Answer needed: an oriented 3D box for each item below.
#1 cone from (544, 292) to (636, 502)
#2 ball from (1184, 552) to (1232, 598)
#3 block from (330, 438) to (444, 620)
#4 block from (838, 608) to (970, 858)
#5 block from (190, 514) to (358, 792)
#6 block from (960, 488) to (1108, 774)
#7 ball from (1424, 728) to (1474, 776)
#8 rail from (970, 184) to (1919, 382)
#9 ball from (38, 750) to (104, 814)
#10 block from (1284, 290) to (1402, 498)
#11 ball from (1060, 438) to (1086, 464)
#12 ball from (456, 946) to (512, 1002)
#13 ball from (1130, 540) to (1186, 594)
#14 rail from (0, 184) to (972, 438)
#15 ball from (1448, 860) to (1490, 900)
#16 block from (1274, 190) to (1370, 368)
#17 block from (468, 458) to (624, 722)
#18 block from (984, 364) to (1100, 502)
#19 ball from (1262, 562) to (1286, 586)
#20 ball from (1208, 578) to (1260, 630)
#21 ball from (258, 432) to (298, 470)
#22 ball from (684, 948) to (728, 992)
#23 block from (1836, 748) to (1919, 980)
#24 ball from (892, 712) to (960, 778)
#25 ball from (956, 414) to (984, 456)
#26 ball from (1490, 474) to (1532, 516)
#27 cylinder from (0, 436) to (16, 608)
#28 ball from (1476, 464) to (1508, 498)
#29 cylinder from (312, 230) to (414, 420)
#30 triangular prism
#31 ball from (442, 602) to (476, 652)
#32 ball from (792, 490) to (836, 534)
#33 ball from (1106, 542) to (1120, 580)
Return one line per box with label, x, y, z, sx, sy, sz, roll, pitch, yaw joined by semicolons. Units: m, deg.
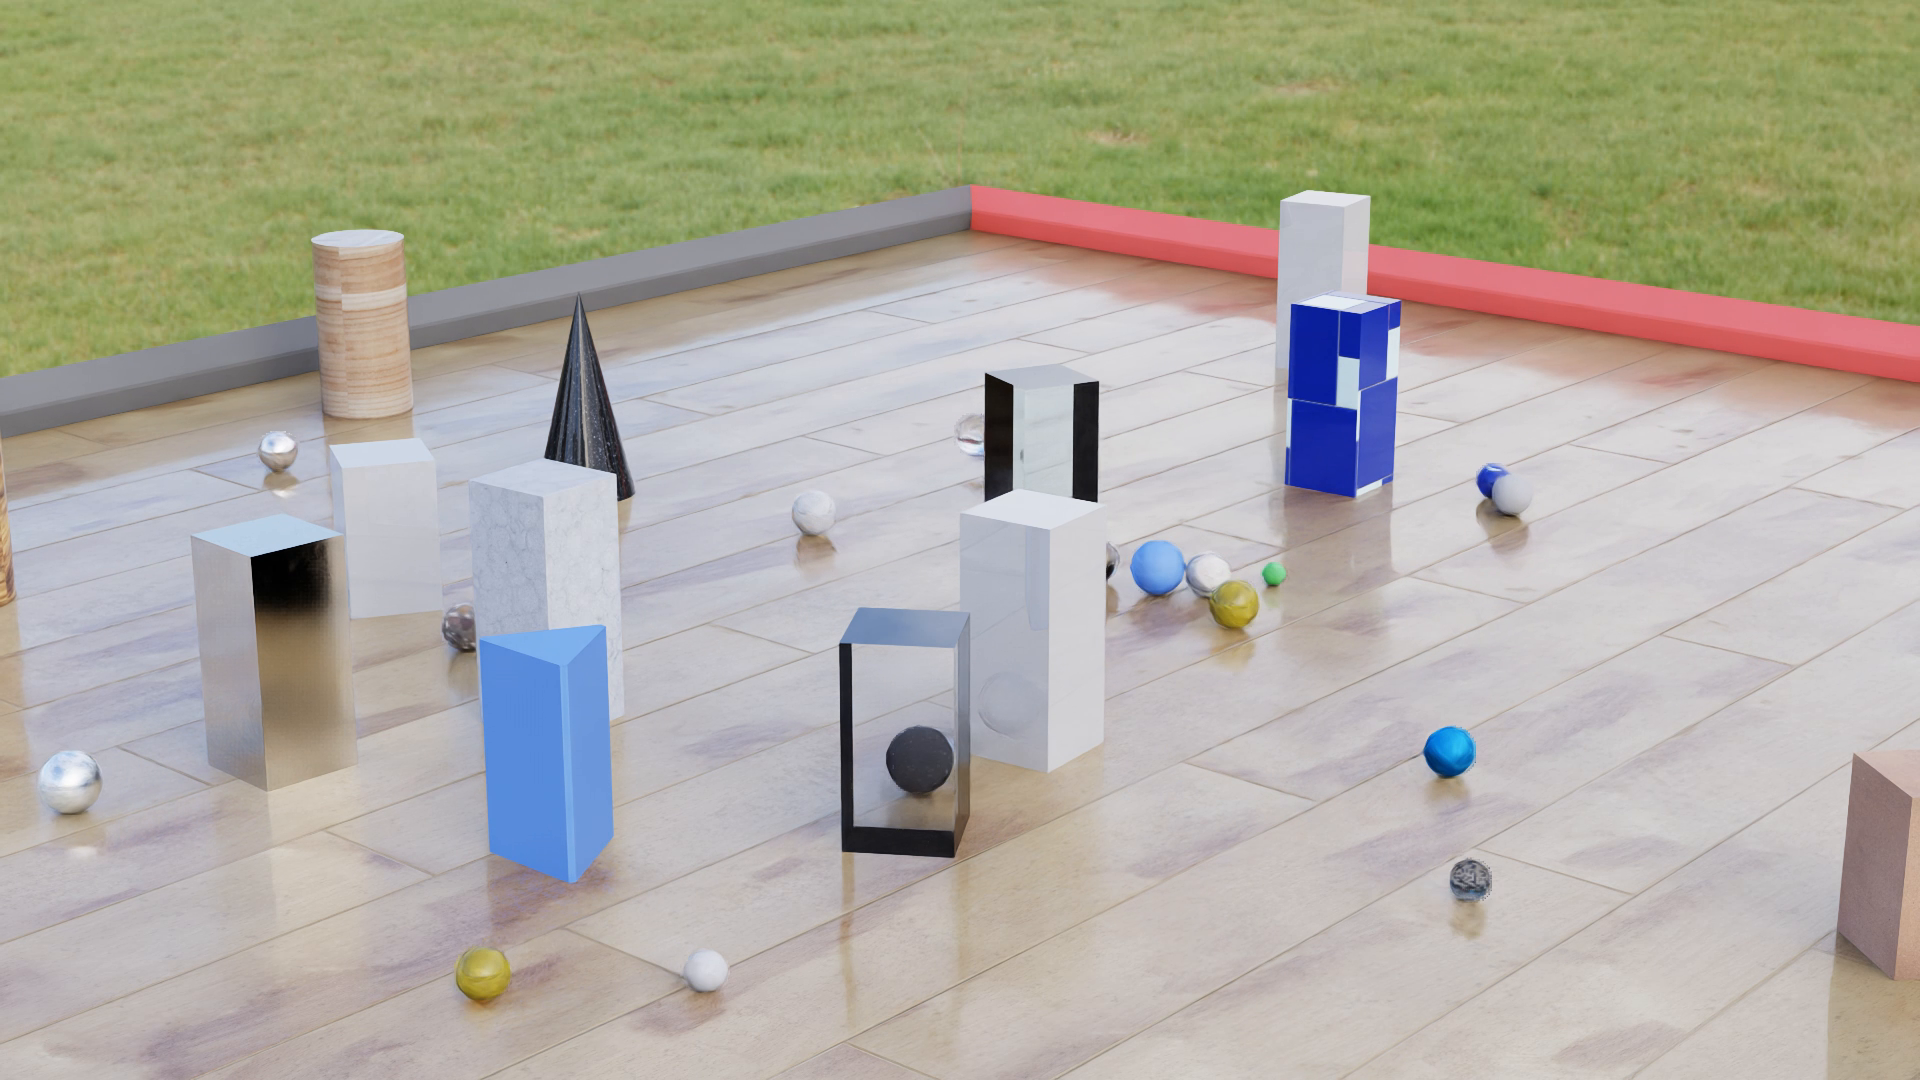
cone;-0.734;-0.287;5.704;0.196;0.403;0.196;0;17;0
ball;0.432;0.060;5.113;0.080;0.080;0.080;0;17;0
block;-0.990;-0.022;5.058;0.157;0.267;0.157;-6;18;-19
block;-0.074;0.264;4.048;0.157;0.303;0.157;2;17;8
block;-1.003;0.162;4.294;0.157;0.356;0.157;16;23;42
block;0.108;0.133;4.362;0.157;0.374;0.157;11;20;33
ball;0.717;0.310;4.295;0.072;0.072;0.072;0;17;0
rail;1.688;-0.529;6.981;4.433;0.127;0.045;14;22;39
ball;-1.261;0.343;4.157;0.090;0.090;0.090;0;17;0
block;0.754;-0.290;5.776;0.157;0.366;0.157;12;21;35
ball;0.231;-0.183;5.963;0.053;0.053;0.053;0;17;0
ball;-0.582;0.529;3.578;0.067;0.067;0.067;0;17;0
ball;0.346;0.047;5.127;0.096;0.096;0.096;0;17;0
rail;-1.656;-0.383;6.497;0.045;0.127;5.197;14;22;39
ball;0.672;0.449;3.868;0.054;0.054;0.054;0;17;0
block;0.834;-0.593;6.743;0.157;0.389;0.157;9;19;28
block;-0.630;0.090;4.478;0.157;0.388;0.157;12;21;35
block;0.152;-0.163;5.482;0.157;0.293;0.157;-8;19;-26
ball;0.555;0.060;5.180;0.042;0.042;0.042;0;17;0
ball;0.462;0.108;4.944;0.085;0.085;0.085;0;17;0
ball;-1.374;-0.178;5.907;0.077;0.077;0.077;0;17;0
ball;-0.312;0.529;3.604;0.053;0.053;0.053;0;17;0
block;1.222;0.404;3.688;0.157;0.244;0.157;-3;17;-10
ball;-0.050;0.299;4.288;0.098;0.098;0.098;0;17;0
ball;0.032;-0.217;6.022;0.084;0.084;0.084;0;17;0
ball;1.053;-0.086;5.598;0.078;0.078;0.078;0;17;0
cylinder;-1.744;-0.113;5.037;0.196;0.455;0.196;0;17;0
ball;1.040;-0.114;5.712;0.066;0.066;0.066;0;17;0
cylinder;-1.291;-0.466;6.340;0.196;0.378;0.196;0;17;0
triangular prism;-0.534;0.280;3.988;0.169;0.308;0.147;14;22;39
ball;-0.813;0.144;4.835;0.080;0.080;0.080;0;17;0
ball;-0.273;-0.052;5.475;0.084;0.084;0.084;0;17;0
ball;0.248;0.037;5.202;0.071;0.071;0.071;0;17;0
